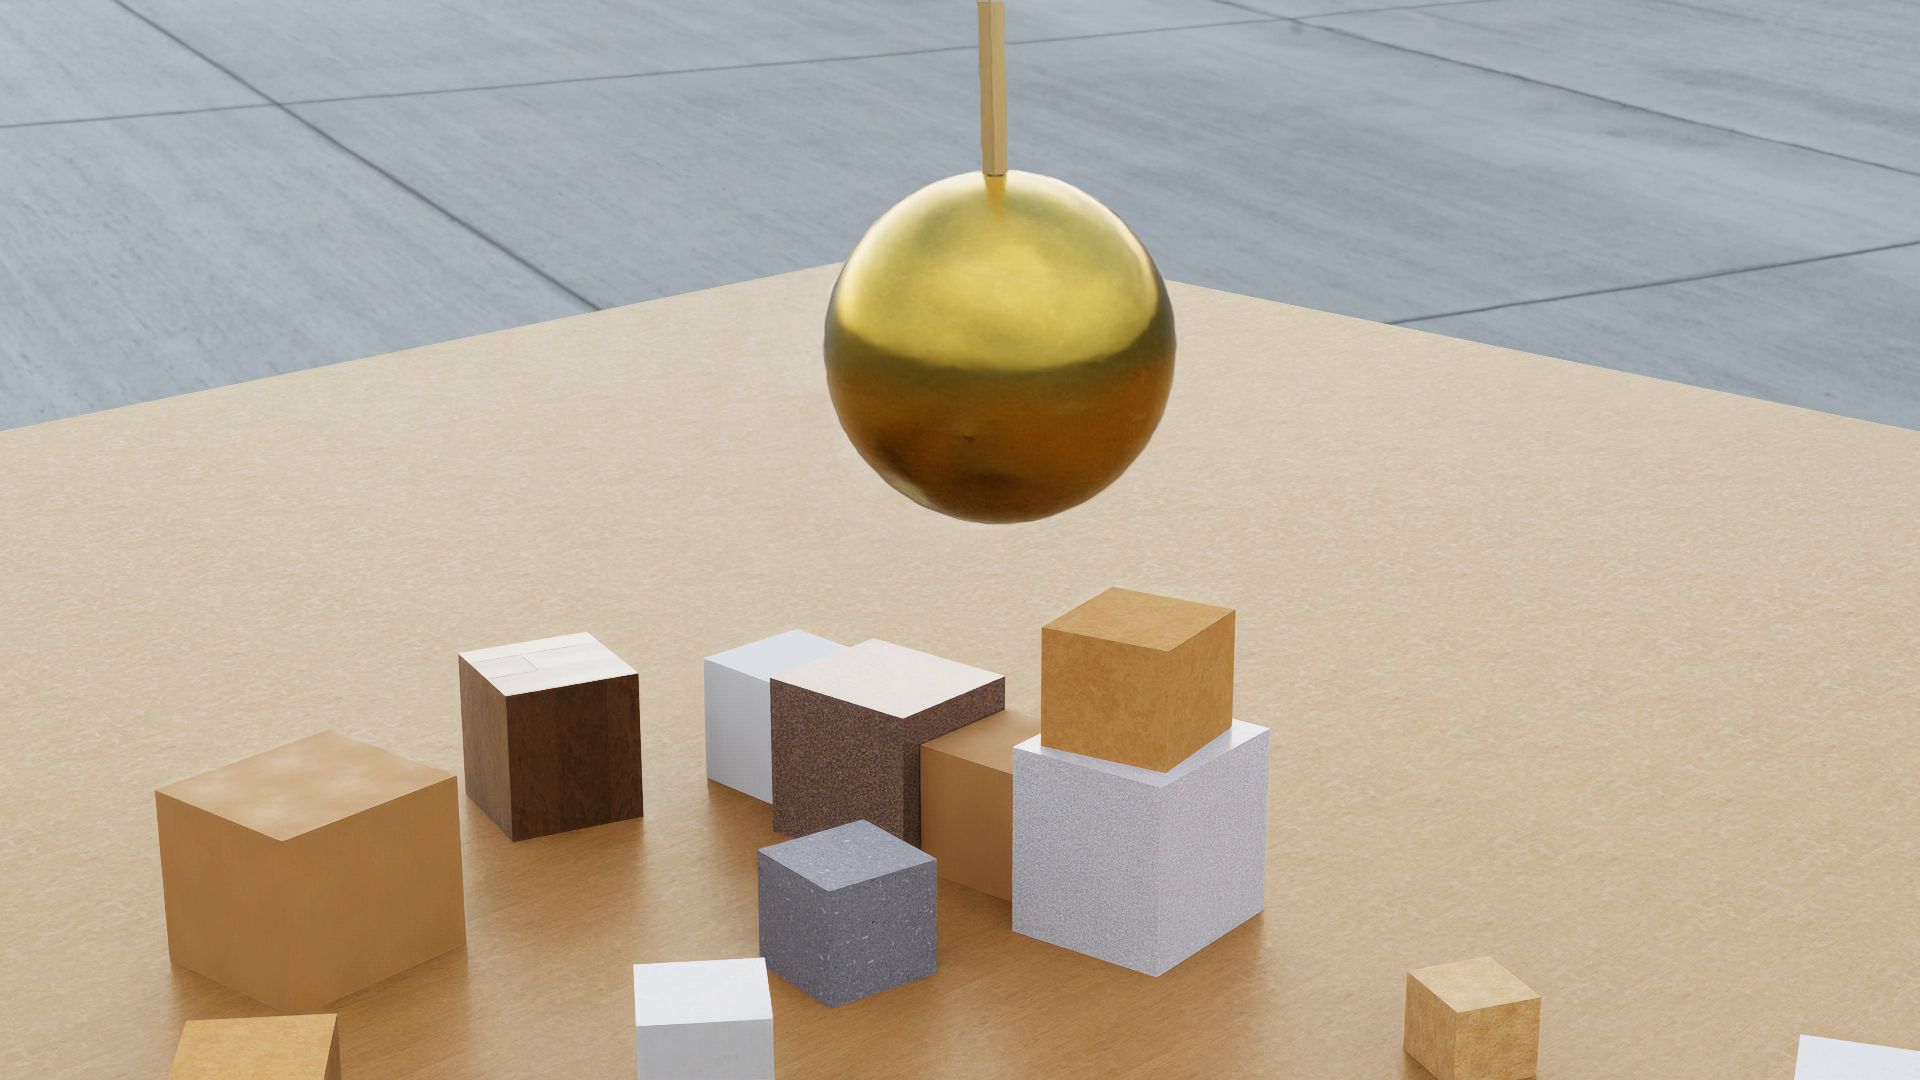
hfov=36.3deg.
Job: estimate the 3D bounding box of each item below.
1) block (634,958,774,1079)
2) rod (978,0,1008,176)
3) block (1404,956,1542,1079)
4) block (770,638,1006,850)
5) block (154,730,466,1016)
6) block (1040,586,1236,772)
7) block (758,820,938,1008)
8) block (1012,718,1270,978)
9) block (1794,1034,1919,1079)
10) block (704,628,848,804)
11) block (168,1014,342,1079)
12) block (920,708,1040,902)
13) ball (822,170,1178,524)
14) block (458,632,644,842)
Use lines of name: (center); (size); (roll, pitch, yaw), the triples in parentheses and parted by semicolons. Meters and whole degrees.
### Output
block: (-0.977, 1.966, 11.184); (0.506, 0.542, 0.523); (-2, 18, -7)
rod: (0.078, -4.080, 12.141); (0.080, 5.200, 0.080); (17, 26, 42)
block: (2.034, 1.921, 11.660); (0.377, 0.343, 0.395); (-7, 19, -20)
block: (-0.339, 1.011, 13.833); (0.827, 0.777, 0.728); (14, 22, 38)
block: (-2.772, 1.405, 12.562); (0.855, 0.787, 0.925); (14, 22, 37)
block: (0.770, 0.594, 12.662); (0.605, 0.542, 0.636); (10, 20, 29)
block: (-0.478, 1.578, 12.440); (0.550, 0.530, 0.534); (-13, 21, -35)
block: (0.793, 1.271, 12.857); (0.762, 0.866, 0.861); (13, 22, 35)
block: (3.236, 2.206, 10.353); (0.607, 0.584, 0.693); (6, 18, 18)
block: (-0.808, 0.885, 14.476); (0.617, 0.630, 0.663); (-17, 24, -42)
block: (-2.541, 2.126, 10.610); (0.546, 0.582, 0.600); (-2, 18, -6)
block: (0.281, 1.221, 13.432); (0.677, 0.617, 0.628); (14, 23, 39)
ball: (0.179, -0.870, 13.256); (1.600, 1.600, 1.600); (0, 17, 0)
block: (-1.973, 0.938, 14.135); (0.662, 0.734, 0.675); (-9, 20, -27)
